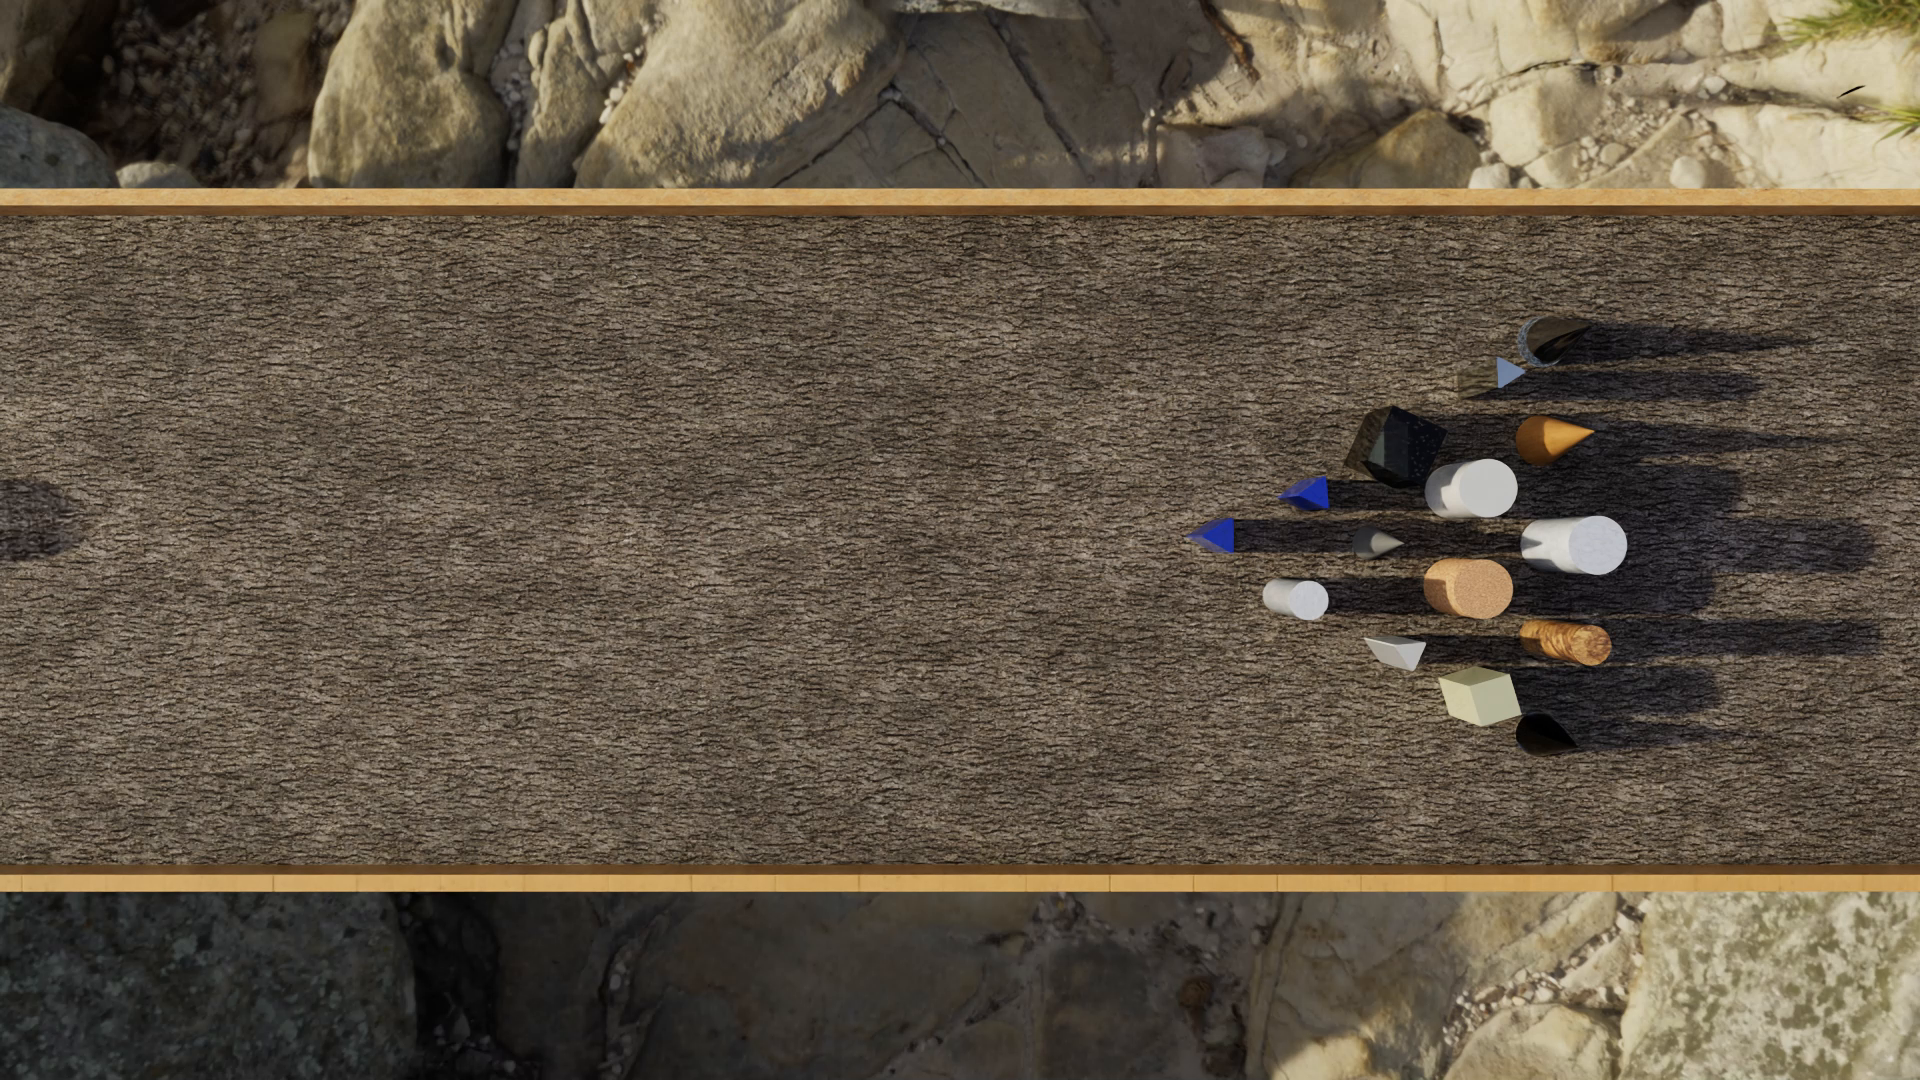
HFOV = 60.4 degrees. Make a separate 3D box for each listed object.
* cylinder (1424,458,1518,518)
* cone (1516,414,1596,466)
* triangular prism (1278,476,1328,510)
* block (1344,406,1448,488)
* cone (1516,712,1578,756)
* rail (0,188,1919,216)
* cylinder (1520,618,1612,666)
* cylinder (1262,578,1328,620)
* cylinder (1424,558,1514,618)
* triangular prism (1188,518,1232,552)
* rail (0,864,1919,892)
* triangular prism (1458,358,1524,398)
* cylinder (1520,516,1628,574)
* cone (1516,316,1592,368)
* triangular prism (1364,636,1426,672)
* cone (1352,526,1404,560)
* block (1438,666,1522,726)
[{"bbox_3d":[1.514,-0.149,4.902,0.168,0.350,0.168,0,90,0],"label":"cylinder"},{"bbox_3d":[1.789,-0.307,4.860,0.157,0.434,0.157,0,90,0],"label":"cone"},{"bbox_3d":[1.034,-0.147,4.910,0.092,0.333,0.080,25,90,0],"label":"triangular prism"},{"bbox_3d":[1.295,-0.274,4.922,0.175,0.309,0.175,25,90,0],"label":"block"},{"bbox_3d":[1.781,0.597,4.909,0.140,0.334,0.140,0,90,0],"label":"cone"},{"bbox_3d":[-2.247,-1.025,5.002,12.000,0.150,0.050,0,90,0],"label":"rail"},{"bbox_3d":[1.778,0.297,4.861,0.113,0.431,0.113,0,90,0],"label":"cylinder"},{"bbox_3d":[0.988,0.171,4.873,0.112,0.407,0.112,0,90,0],"label":"cylinder"},{"bbox_3d":[1.512,0.142,4.920,0.172,0.313,0.172,0,90,0],"label":"cylinder"},{"bbox_3d":[0.761,-0.024,4.905,0.099,0.343,0.086,29,90,0],"label":"triangular prism"},{"bbox_3d":[-2.247,1.025,5.001,12.000,0.150,0.050,0,90,0],"label":"rail"},{"bbox_3d":[1.553,-0.489,4.888,0.089,0.376,0.077,-33,90,0],"label":"triangular prism"},{"bbox_3d":[1.809,0.015,4.878,0.168,0.397,0.168,0,90,0],"label":"cylinder"},{"bbox_3d":[1.793,-0.611,4.874,0.159,0.405,0.159,0,90,0],"label":"cone"},{"bbox_3d":[1.301,0.317,4.896,0.077,0.360,0.089,-35,90,0],"label":"triangular prism"},{"bbox_3d":[1.260,0.009,4.873,0.105,0.406,0.105,0,90,0],"label":"cone"},{"bbox_3d":[1.547,0.463,4.921,0.122,0.311,0.122,-17,90,0],"label":"block"}]
